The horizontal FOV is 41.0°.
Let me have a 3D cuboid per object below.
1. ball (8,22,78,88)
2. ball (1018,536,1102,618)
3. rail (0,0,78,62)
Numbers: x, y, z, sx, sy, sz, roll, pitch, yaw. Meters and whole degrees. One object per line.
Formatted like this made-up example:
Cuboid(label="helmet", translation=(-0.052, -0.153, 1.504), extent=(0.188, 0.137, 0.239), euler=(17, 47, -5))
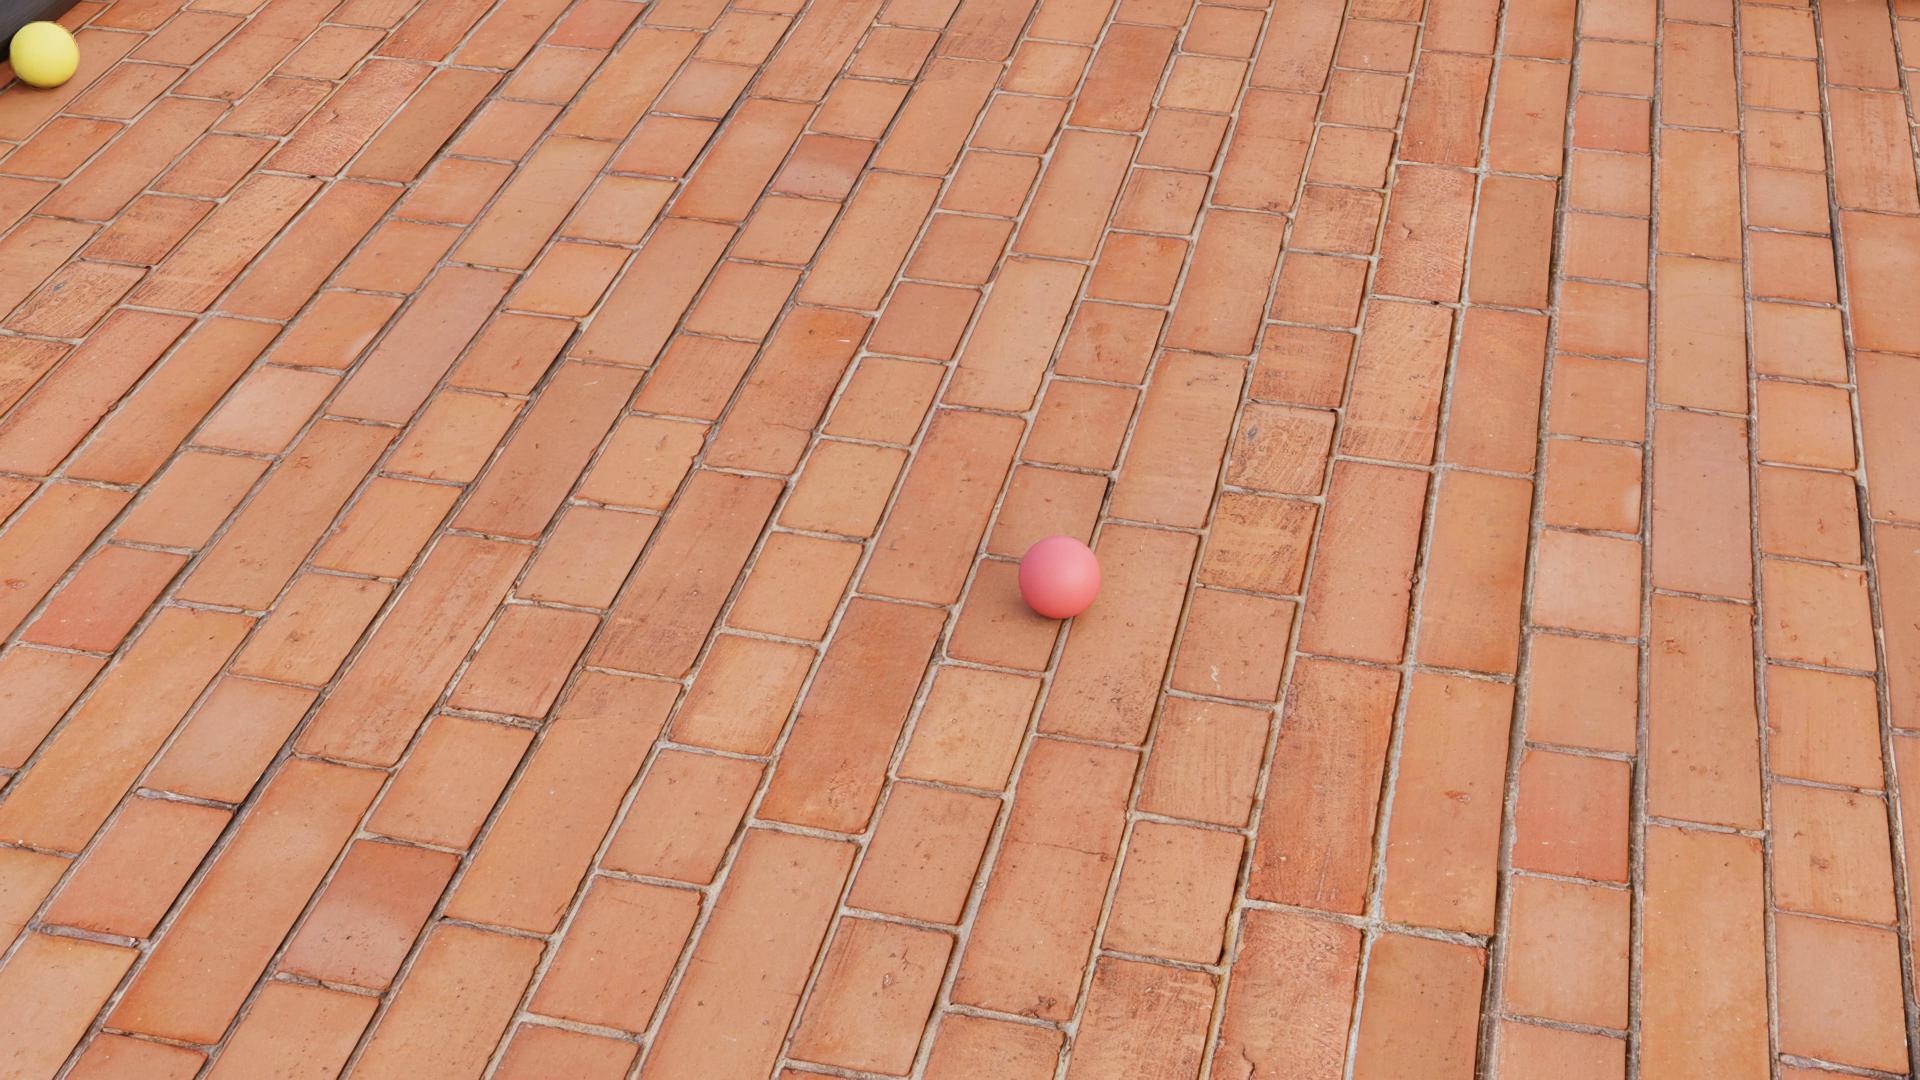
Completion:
Cuboid(label="ball", translation=(-0.873, -0.462, 2.443), extent=(0.062, 0.062, 0.062), euler=(0, 35, 0))
Cuboid(label="ball", translation=(0.068, 0.025, 1.752), extent=(0.057, 0.057, 0.057), euler=(0, 35, 0))
Cuboid(label="rail", translation=(-1.053, -0.157, 1.981), extent=(0.045, 0.092, 2.453), euler=(8, 36, 11))
